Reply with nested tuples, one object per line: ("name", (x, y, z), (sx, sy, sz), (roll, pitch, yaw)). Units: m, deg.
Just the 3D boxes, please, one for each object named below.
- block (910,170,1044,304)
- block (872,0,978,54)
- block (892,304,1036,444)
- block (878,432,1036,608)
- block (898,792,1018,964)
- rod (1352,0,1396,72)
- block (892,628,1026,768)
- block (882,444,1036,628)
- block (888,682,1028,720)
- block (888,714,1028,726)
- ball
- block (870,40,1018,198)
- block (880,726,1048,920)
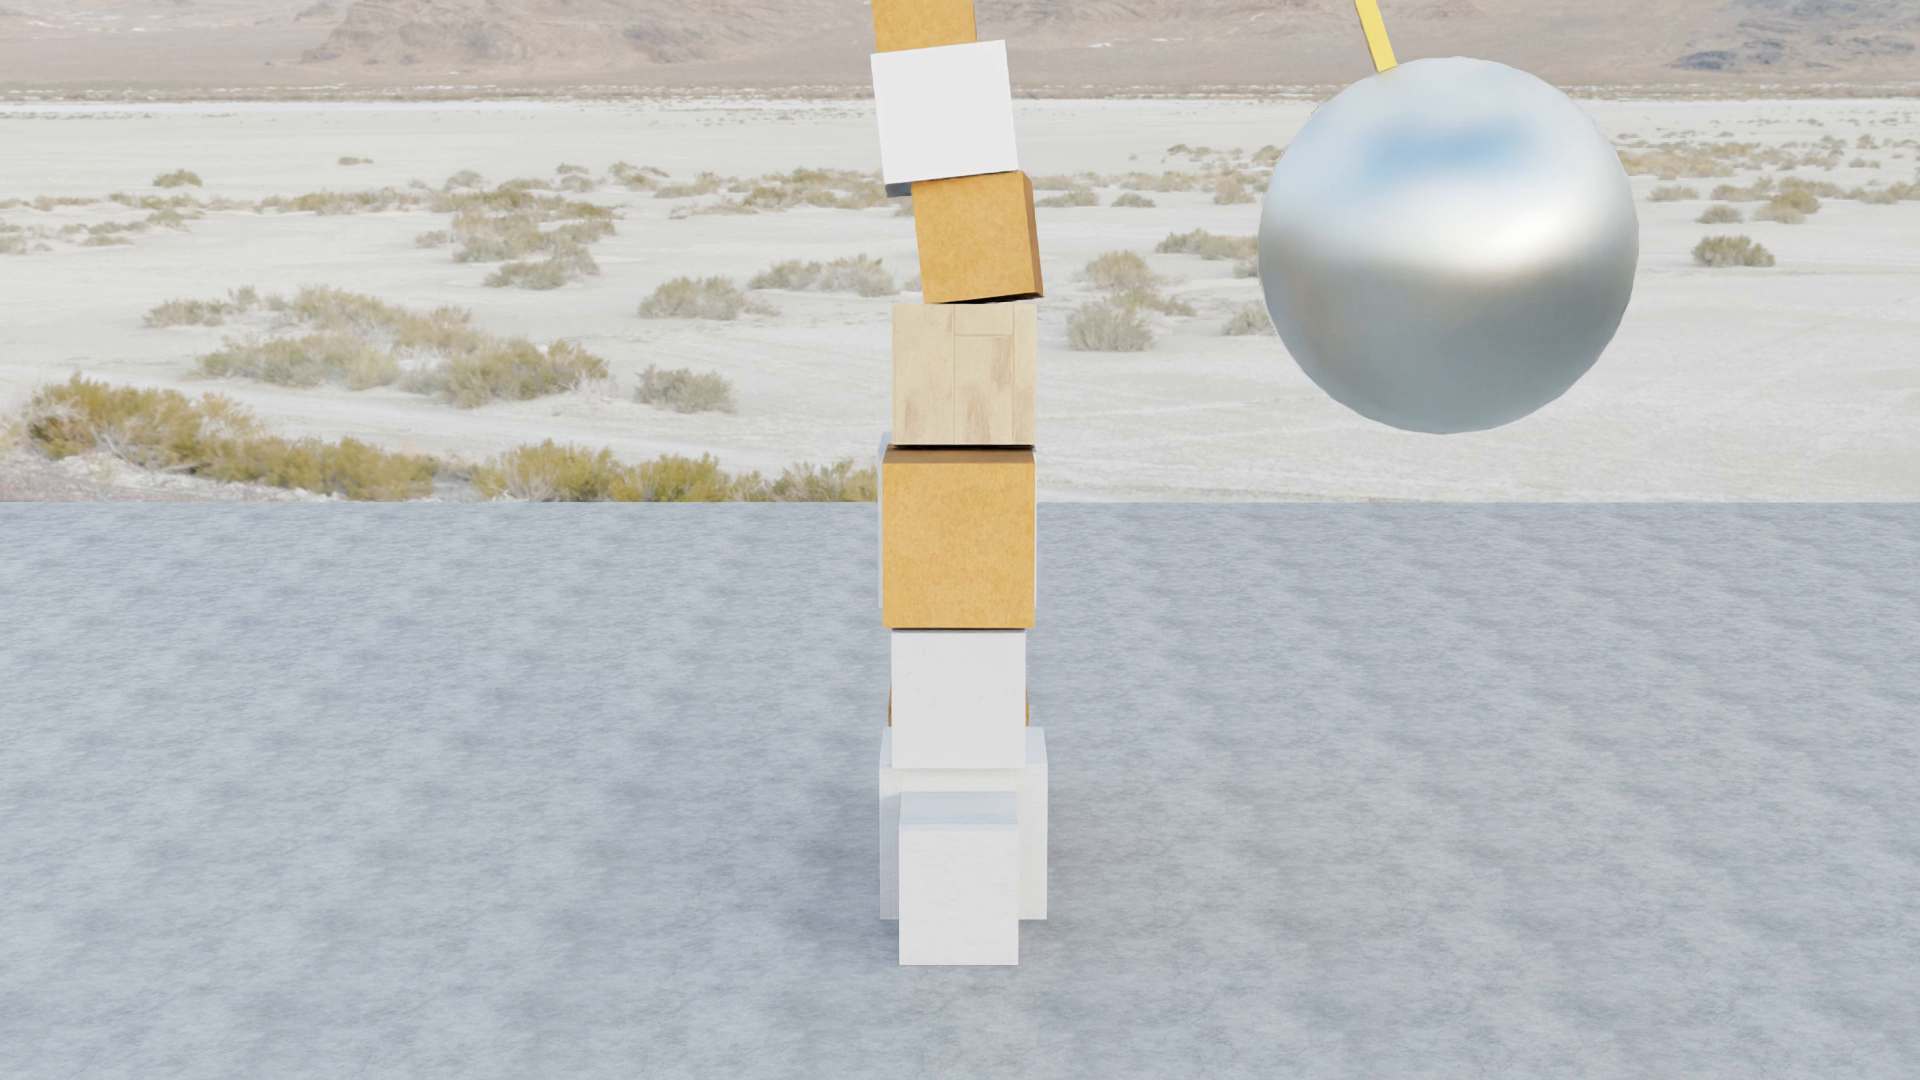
("block", (0.082, -1.295, 11.153), (0.477, 0.517, 0.501), (-6, 2, 7))
("block", (-0.154, -2.288, 11.084), (0.424, 0.414, 0.453), (-6, 2, 2))
("block", (0.023, -0.714, 11.146), (0.612, 0.595, 0.576), (0, 3, 1))
("block", (-0.011, -0.099, 11.552), (0.693, 0.687, 0.669), (0, 10, 0))
("block", (-0.005, 1.373, 10.460), (0.475, 0.557, 0.551), (0, 10, 0))
("rod", (0.899, -4.389, 10.382), (0.080, 5.200, 0.080), (-20, 10, 4))
("block", (-0.006, 0.621, 10.772), (0.550, 0.570, 0.465), (0, 10, 0))
("block", (-0.005, -0.028, 10.840), (0.623, 0.679, 0.737), (0, 8, 0))
("block", (-0.007, 1.017, 12.303), (0.656, 0.598, 0.615), (0, 10, 0))
("block", (-0.008, 1.149, 11.672), (0.641, 0.563, 0.654), (0, 10, 0))
("ball", (2.074, -1.250, 10.953), (1.600, 1.600, 1.600), (0, 10, 0))
("block", (-0.068, -1.814, 11.106), (0.570, 0.549, 0.574), (-6, 2, 0))
("block", (0.015, 1.208, 11.030), (0.701, 0.677, 0.609), (0, 10, 0))
